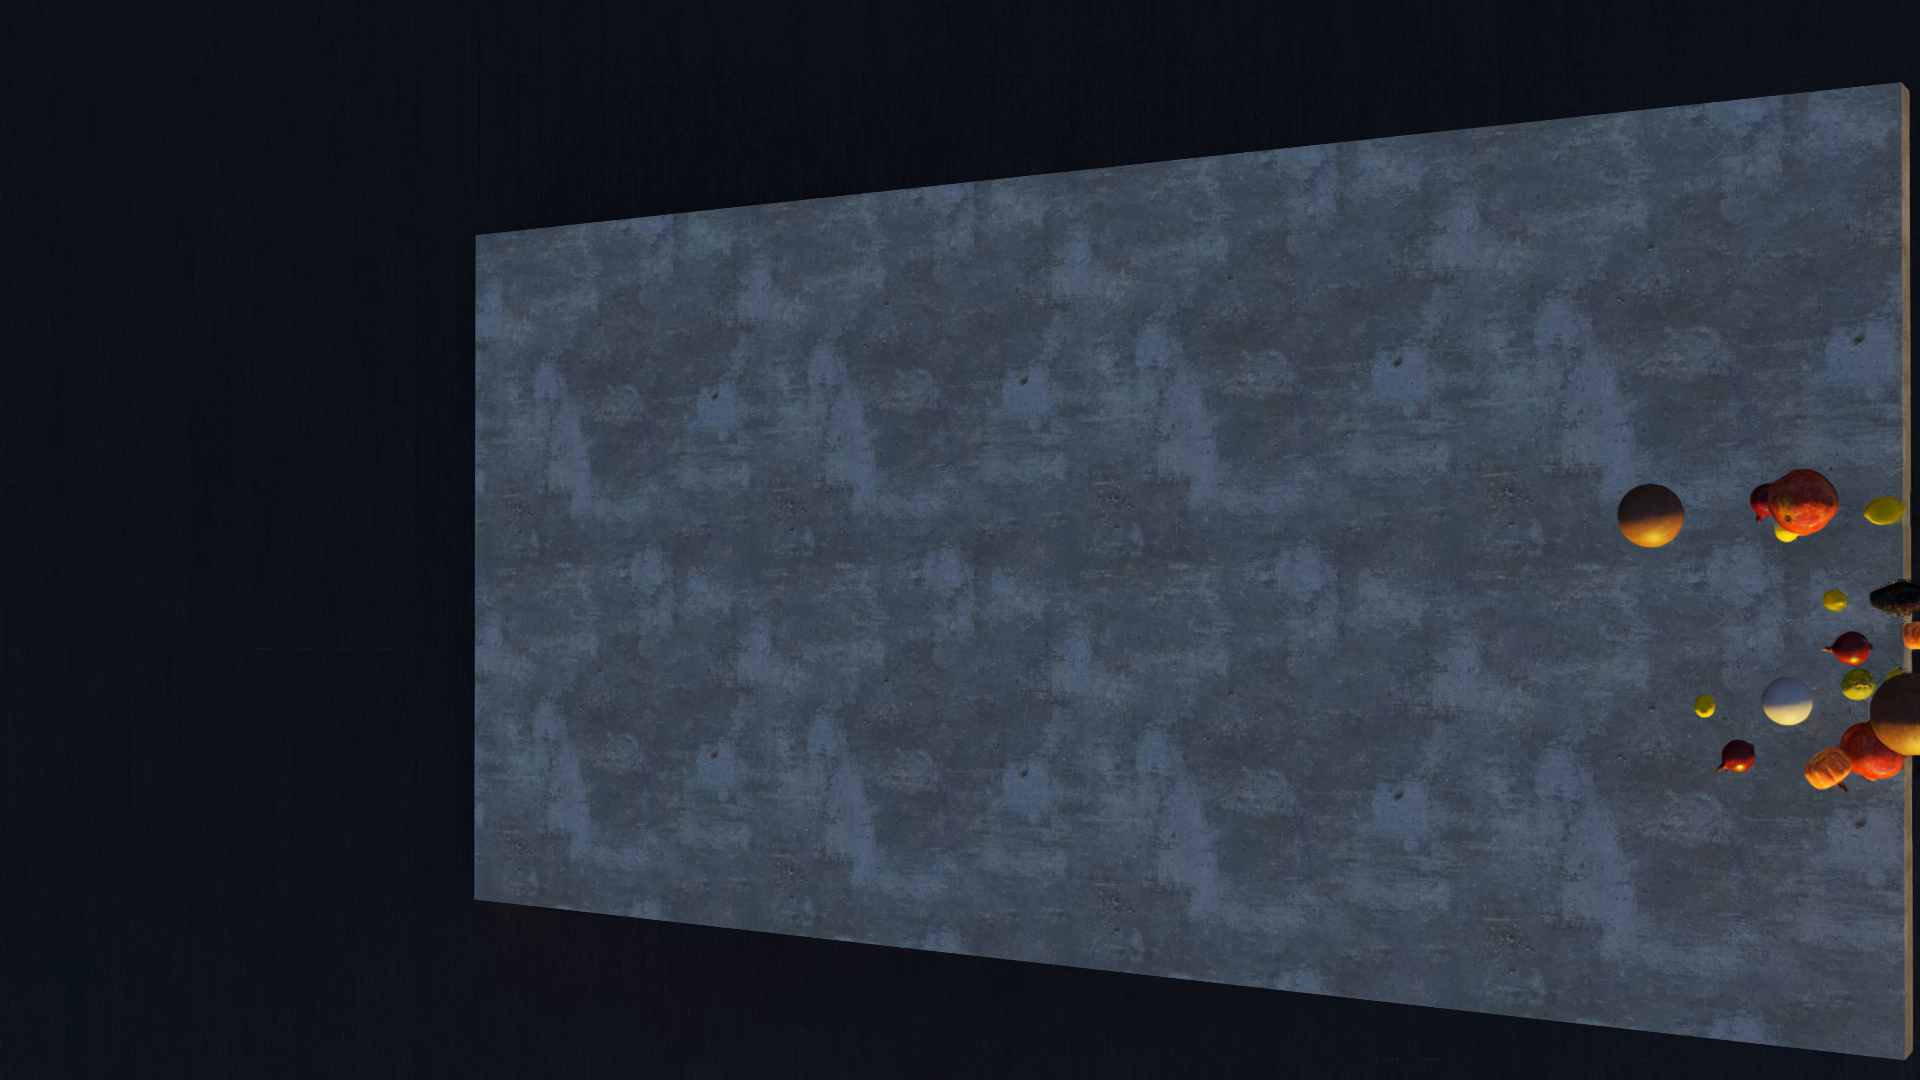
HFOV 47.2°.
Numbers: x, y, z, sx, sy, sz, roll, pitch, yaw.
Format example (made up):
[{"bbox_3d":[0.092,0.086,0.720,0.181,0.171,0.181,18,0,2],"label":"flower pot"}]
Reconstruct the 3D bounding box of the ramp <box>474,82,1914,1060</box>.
[{"bbox_3d":[0.261,0.072,5.602,4.000,0.100,2.000,0,89,32],"label":"ramp"}]

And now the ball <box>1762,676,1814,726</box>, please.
[{"bbox_3d":[1.464,0.285,3.892,0.085,0.085,0.085,0,89,0],"label":"ball"}]
